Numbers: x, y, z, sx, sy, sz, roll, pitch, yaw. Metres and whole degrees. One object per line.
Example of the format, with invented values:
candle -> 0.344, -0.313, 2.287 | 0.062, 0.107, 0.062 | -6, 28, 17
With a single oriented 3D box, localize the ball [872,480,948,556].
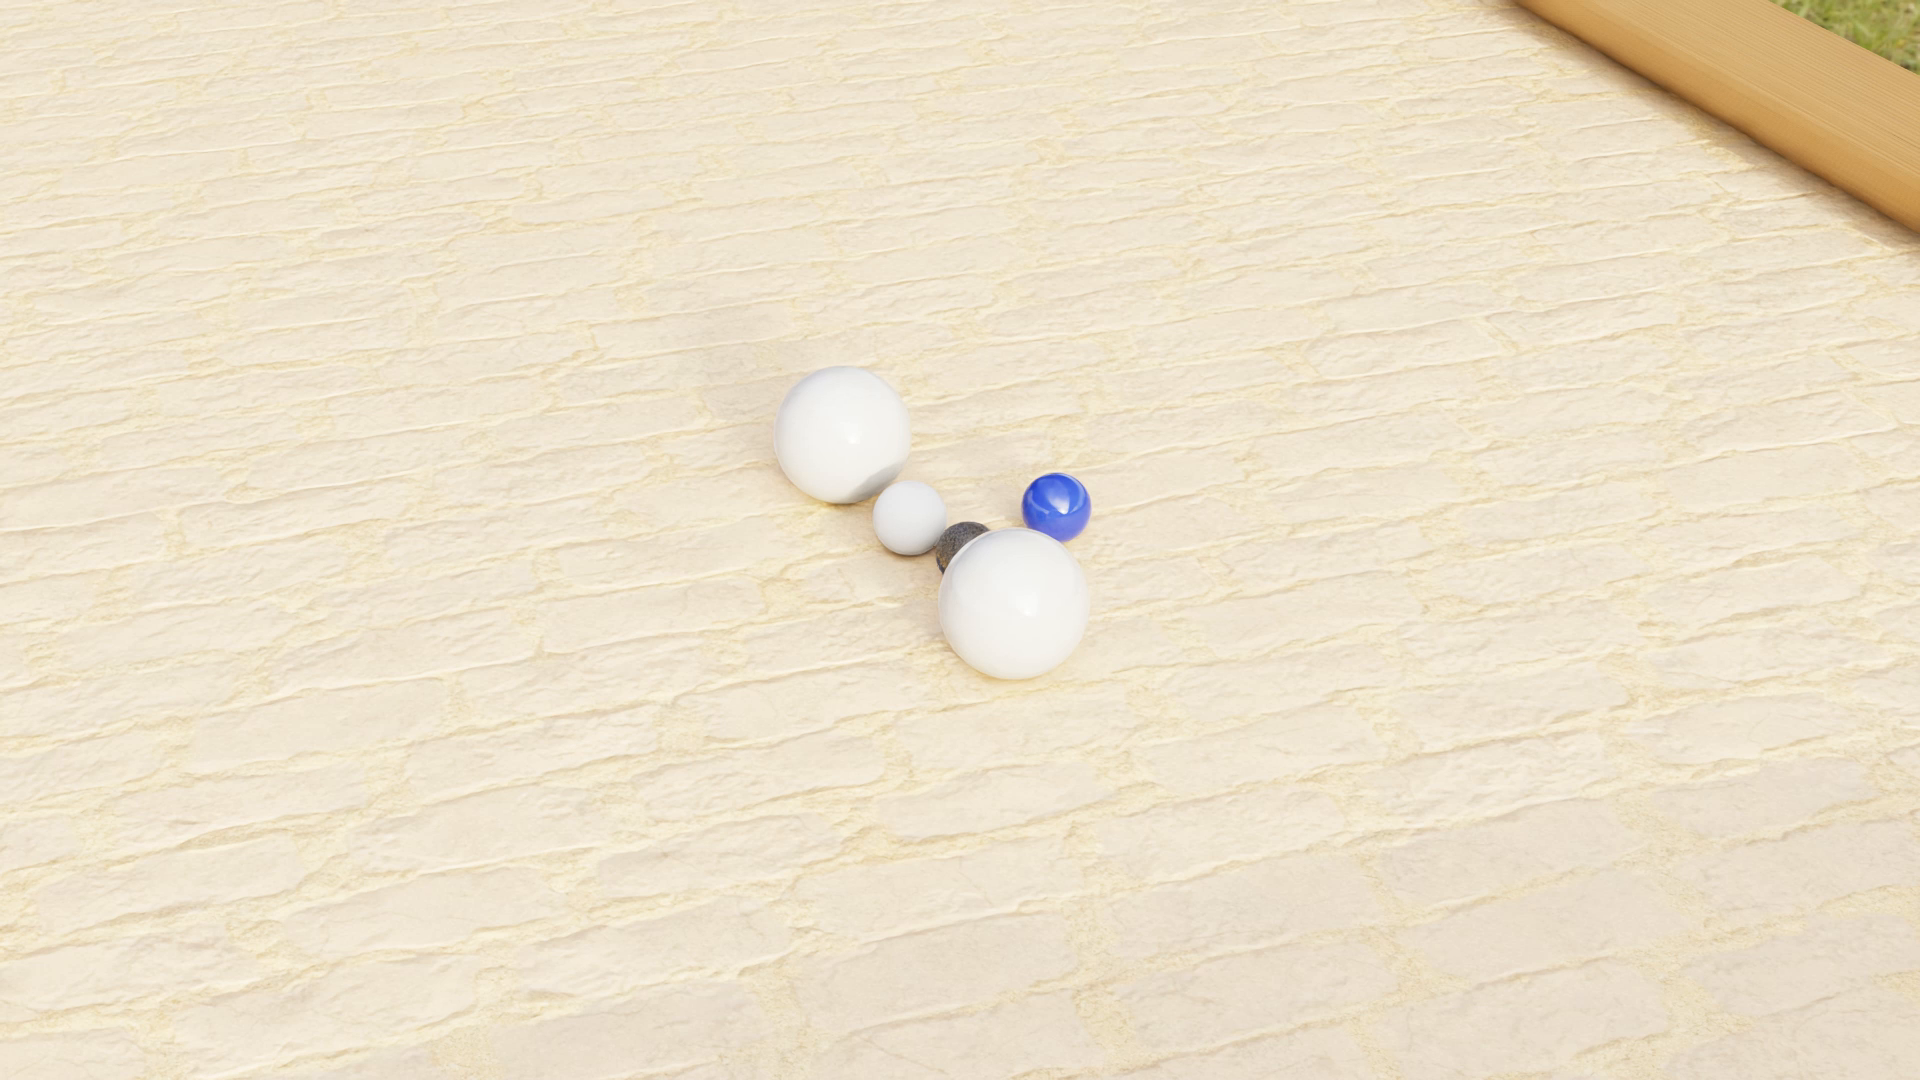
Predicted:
ball -> -0.033, -0.015, 1.939 | 0.050, 0.050, 0.050 | 0, 27, 0

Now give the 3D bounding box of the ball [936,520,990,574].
ball -> 0.005, 0.009, 1.902 | 0.043, 0.043, 0.043 | 0, 27, 0

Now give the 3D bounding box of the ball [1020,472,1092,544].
ball -> 0.064, -0.021, 1.954 | 0.048, 0.048, 0.048 | 0, 27, 0

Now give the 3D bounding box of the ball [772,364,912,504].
ball -> -0.080, -0.072, 2.001 | 0.095, 0.095, 0.095 | 0, 27, 0

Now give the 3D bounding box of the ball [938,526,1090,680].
ball -> 0.033, 0.039, 1.790 | 0.093, 0.093, 0.093 | 0, 27, 0

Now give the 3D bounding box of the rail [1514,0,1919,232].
rail -> 0.593, -0.555, 2.895 | 0.045, 0.126, 3.521 | -9, 29, -17
